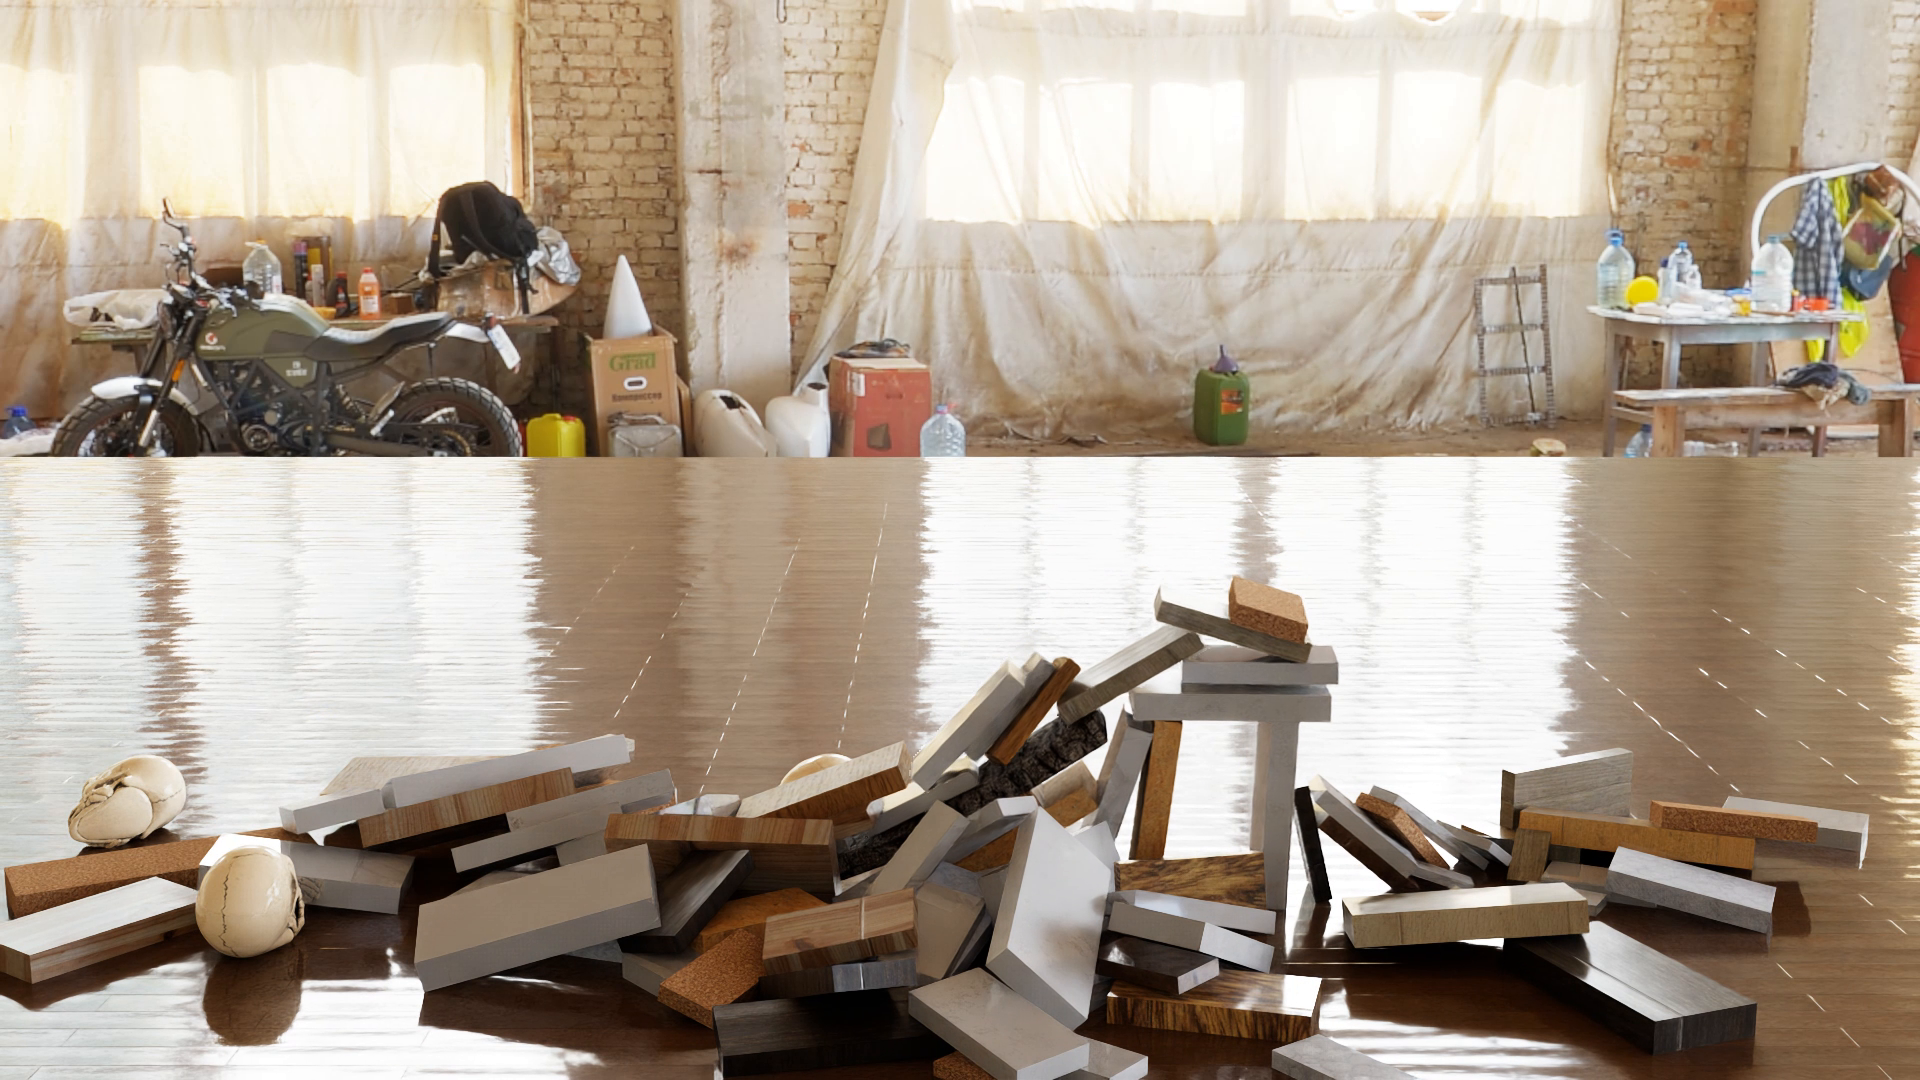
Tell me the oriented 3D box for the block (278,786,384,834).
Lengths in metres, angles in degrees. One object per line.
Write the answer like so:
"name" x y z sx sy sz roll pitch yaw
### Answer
"block" -1.077 0.461 3.759 0.143 0.040 0.285 -13 0 -22

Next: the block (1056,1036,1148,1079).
"block" 0.155 0.704 2.985 0.179 0.025 0.090 8 13 38

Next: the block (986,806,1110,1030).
"block" 0.134 0.550 3.219 0.044 0.155 0.396 -43 10 22

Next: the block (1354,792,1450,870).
"block" 0.750 0.501 3.728 0.185 0.026 0.093 47 -16 -33

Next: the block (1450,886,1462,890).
"block" 0.797 0.592 3.562 0.049 0.014 0.097 30 31 35

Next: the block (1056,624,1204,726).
"block" 0.277 0.211 3.612 0.257 0.035 0.125 -30 9 7

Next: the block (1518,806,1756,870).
"block" 1.174 0.514 3.815 0.383 0.050 0.175 5 -2 20

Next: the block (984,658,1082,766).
"block" 0.118 0.283 3.638 0.029 0.203 0.102 40 -9 -6

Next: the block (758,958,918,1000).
"block" -0.175 0.622 3.104 0.126 0.036 0.253 1 -14 -29

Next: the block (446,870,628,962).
"block" -0.632 0.597 3.494 0.359 0.051 0.180 4 11 20

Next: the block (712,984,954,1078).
"block" -0.176 0.676 3.037 0.318 0.034 0.121 -3 22 -12

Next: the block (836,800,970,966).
"block" -0.100 0.530 3.362 0.023 0.293 0.081 43 -11 -26

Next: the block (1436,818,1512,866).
"block" 0.875 0.517 3.757 0.064 0.018 0.129 37 -10 -35

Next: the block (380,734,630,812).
"block" -0.806 0.423 3.864 0.414 0.051 0.180 -9 -13 -28

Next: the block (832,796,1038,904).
"block" -0.040 0.498 3.467 0.368 0.028 0.099 -35 -22 30

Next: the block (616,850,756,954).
"block" -0.419 0.552 3.369 0.112 0.032 0.225 -5 24 30

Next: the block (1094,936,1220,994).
"block" 0.278 0.618 3.198 0.090 0.025 0.179 -14 12 -43

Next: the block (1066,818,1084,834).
"block" 0.164 0.504 3.989 0.108 0.031 0.216 -10 20 -42

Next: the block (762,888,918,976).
"block" -0.175 0.577 3.241 0.225 0.032 0.113 -12 23 4

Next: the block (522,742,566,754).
"block" -0.843 0.458 4.271 0.143 0.040 0.299 8 13 36

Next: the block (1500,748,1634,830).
"block" 1.111 0.462 4.027 0.288 0.121 0.034 -6 12 -28

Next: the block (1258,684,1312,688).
"block" 0.526 0.227 3.597 0.097 0.014 0.049 3 11 14

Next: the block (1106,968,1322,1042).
"block" 0.367 0.663 3.165 0.288 0.041 0.144 3 11 15

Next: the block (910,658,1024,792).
"block" 0.013 0.305 3.643 0.034 0.239 0.119 42 7 -5

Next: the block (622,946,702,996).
"block" -0.343 0.630 3.355 0.322 0.036 0.126 -9 14 -39

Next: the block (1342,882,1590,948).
"block" 0.778 0.581 3.409 0.351 0.050 0.175 -4 -1 4

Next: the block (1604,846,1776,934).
"block" 1.190 0.568 3.584 0.254 0.036 0.127 13 15 21

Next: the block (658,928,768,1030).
"block" -0.340 0.638 3.210 0.099 0.028 0.199 21 25 24

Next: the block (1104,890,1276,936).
"block" 0.348 0.574 3.378 0.242 0.034 0.121 12 -16 -21

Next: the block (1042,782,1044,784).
"block" 0.113 0.489 4.160 0.070 0.020 0.183 5 12 24

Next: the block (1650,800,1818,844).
"block" 1.332 0.486 3.796 0.254 0.036 0.127 5 -2 9

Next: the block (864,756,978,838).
"block" -0.067 0.427 3.662 0.203 0.029 0.102 -27 8 5

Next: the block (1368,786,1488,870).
"block" 0.799 0.491 3.743 0.261 0.018 0.064 36 -10 -31

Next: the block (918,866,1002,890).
"block" -0.017 0.585 3.466 0.310 0.044 0.155 -9 13 -26

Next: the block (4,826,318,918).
"block" -1.341 0.559 3.714 0.486 0.045 0.159 -6 12 -29

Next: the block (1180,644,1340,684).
"block" 0.487 0.203 3.593 0.250 0.035 0.125 0 11 4

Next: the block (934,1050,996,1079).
"block" 0.039 0.715 2.940 0.140 0.020 0.070 9 14 41

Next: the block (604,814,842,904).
"block" -0.378 0.523 3.539 0.359 0.180 0.051 1 43 5

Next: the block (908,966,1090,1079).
"block" 0.050 0.662 2.983 0.122 0.034 0.243 -12 23 -35

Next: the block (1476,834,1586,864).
"block" 0.984 0.536 3.813 0.185 0.026 0.093 5 -6 21

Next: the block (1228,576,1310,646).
"block" 0.501 0.113 3.590 0.119 0.034 0.239 17 11 3

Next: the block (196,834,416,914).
"block" -1.074 0.550 3.627 0.319 0.045 0.159 8 10 -7
